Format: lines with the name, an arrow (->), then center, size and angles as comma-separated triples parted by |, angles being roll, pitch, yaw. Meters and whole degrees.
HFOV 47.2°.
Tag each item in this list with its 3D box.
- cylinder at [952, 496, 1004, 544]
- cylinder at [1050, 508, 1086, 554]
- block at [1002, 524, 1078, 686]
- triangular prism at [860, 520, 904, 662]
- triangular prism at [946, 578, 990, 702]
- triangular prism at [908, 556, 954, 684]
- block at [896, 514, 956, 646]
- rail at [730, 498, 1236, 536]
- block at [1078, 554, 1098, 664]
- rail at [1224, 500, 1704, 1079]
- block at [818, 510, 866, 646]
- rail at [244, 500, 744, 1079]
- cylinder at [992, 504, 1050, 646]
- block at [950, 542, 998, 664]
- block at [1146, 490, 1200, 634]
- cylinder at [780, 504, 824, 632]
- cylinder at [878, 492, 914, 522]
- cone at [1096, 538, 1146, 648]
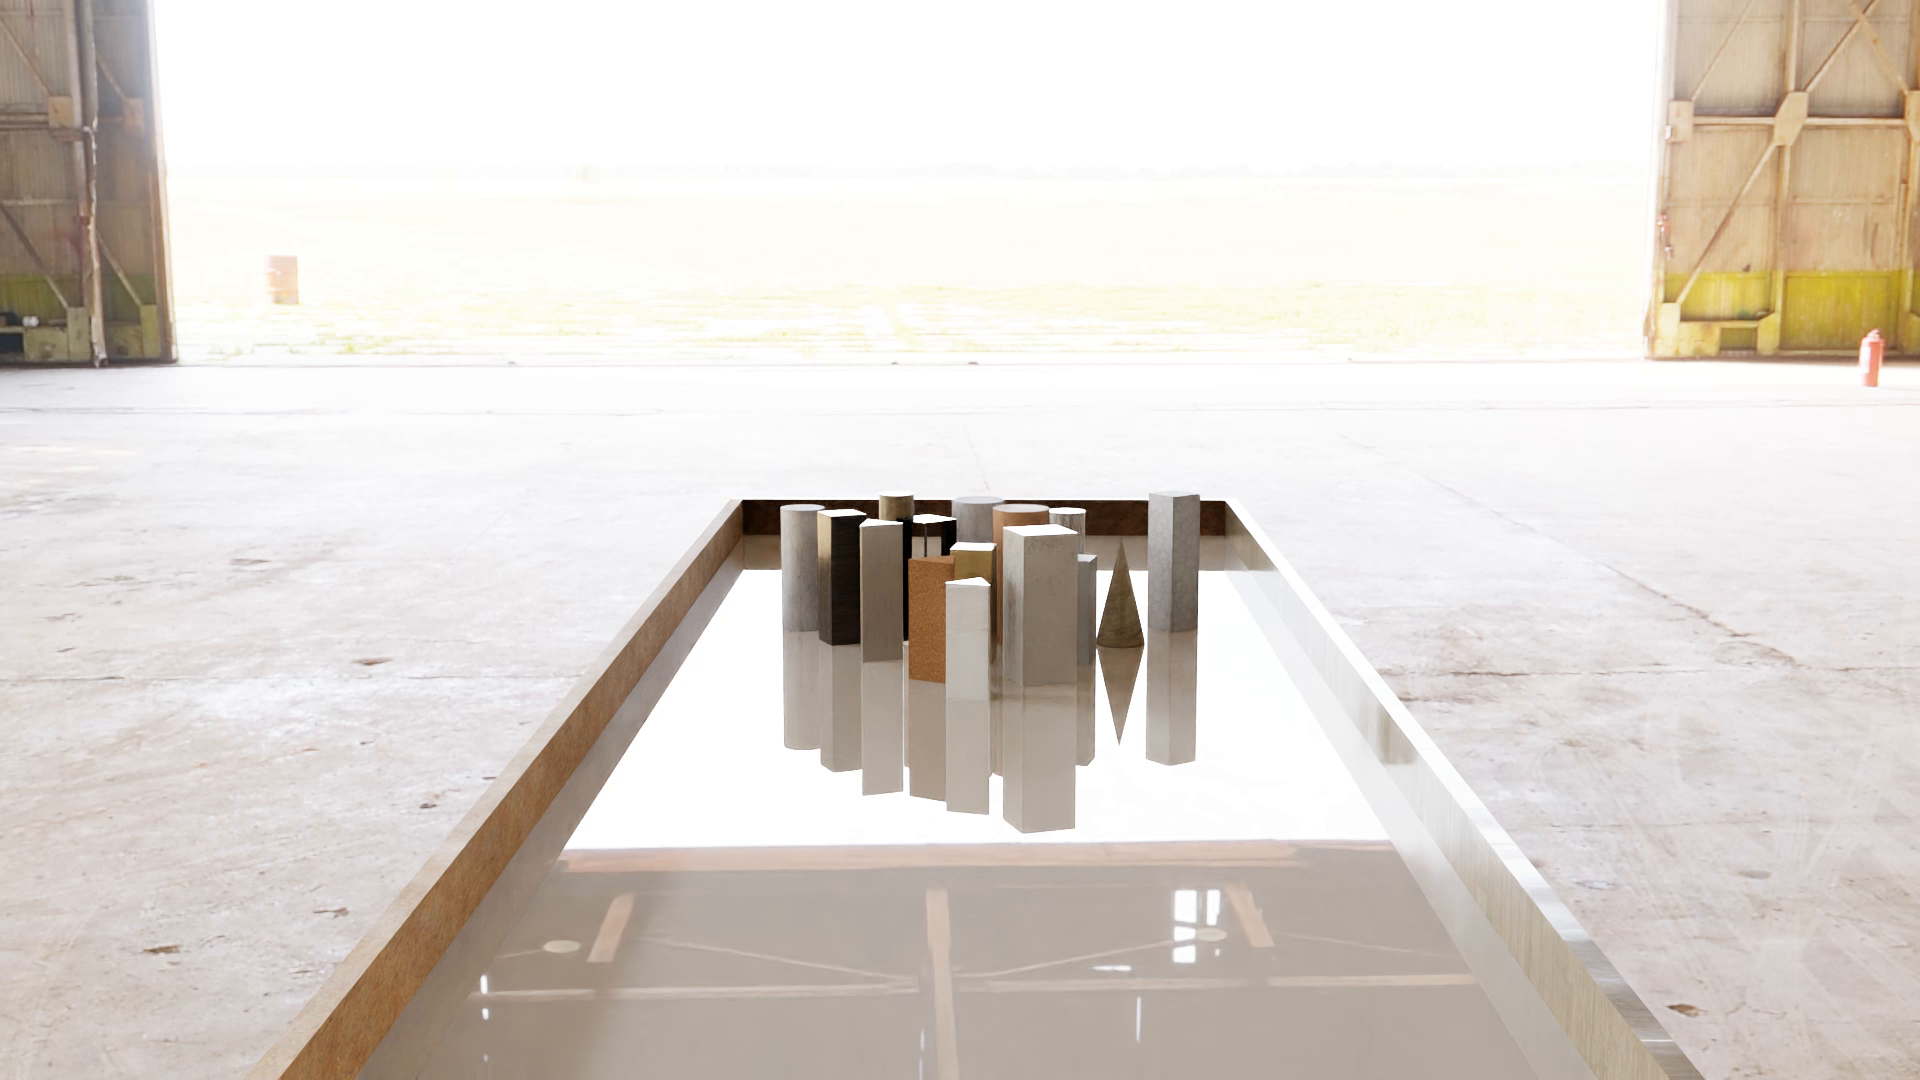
cylinder -> 0.060, 0.074, 7.208 | 0.174, 0.417, 0.174 | 0, 9, 0
cylinder -> 0.347, 0.095, 7.184 | 0.123, 0.384, 0.123 | 0, 9, 0
block -> 0.233, 0.189, 6.411 | 0.168, 0.440, 0.168 | -3, 10, -19
triangular prism -> -0.259, 0.152, 6.715 | 0.136, 0.419, 0.118 | -4, 10, -23
triangular prism -> 0.039, 0.277, 6.205 | 0.129, 0.330, 0.112 | 3, 10, 19
triangular prism -> -0.053, 0.228, 6.436 | 0.151, 0.355, 0.131 | 6, 11, 32
block -> -0.106, 0.130, 6.923 | 0.135, 0.397, 0.135 | -8, 12, -41
rail -> 0.099, -0.098, 9.147 | 2.100, 0.150, 0.050 | 0, 9, 1
block -> 0.346, 0.210, 6.678 | 0.117, 0.316, 0.117 | 2, 9, 15
rail -> 1.046, 0.843, 3.208 | 0.050, 0.150, 12.000 | 0, 9, 1
block -> -0.372, 0.118, 6.953 | 0.119, 0.411, 0.119 | -4, 10, -24
rail -> -1.004, 0.839, 3.234 | 0.050, 0.150, 12.000 | 0, 9, 1
cylinder -> 0.193, 0.110, 6.949 | 0.179, 0.427, 0.179 | 0, 9, 0
block -> 0.042, 0.192, 6.677 | 0.125, 0.350, 0.125 | 1, 9, 9
block -> 0.695, 0.069, 7.156 | 0.118, 0.445, 0.118 | -7, 11, -36
cylinder -> -0.511, 0.090, 7.172 | 0.143, 0.397, 0.143 | 0, 9, 0
cylinder -> -0.206, 0.067, 7.175 | 0.116, 0.442, 0.116 | 0, 9, 0
cone -> 0.507, 0.158, 6.920 | 0.159, 0.342, 0.159 | 0, 9, 0
